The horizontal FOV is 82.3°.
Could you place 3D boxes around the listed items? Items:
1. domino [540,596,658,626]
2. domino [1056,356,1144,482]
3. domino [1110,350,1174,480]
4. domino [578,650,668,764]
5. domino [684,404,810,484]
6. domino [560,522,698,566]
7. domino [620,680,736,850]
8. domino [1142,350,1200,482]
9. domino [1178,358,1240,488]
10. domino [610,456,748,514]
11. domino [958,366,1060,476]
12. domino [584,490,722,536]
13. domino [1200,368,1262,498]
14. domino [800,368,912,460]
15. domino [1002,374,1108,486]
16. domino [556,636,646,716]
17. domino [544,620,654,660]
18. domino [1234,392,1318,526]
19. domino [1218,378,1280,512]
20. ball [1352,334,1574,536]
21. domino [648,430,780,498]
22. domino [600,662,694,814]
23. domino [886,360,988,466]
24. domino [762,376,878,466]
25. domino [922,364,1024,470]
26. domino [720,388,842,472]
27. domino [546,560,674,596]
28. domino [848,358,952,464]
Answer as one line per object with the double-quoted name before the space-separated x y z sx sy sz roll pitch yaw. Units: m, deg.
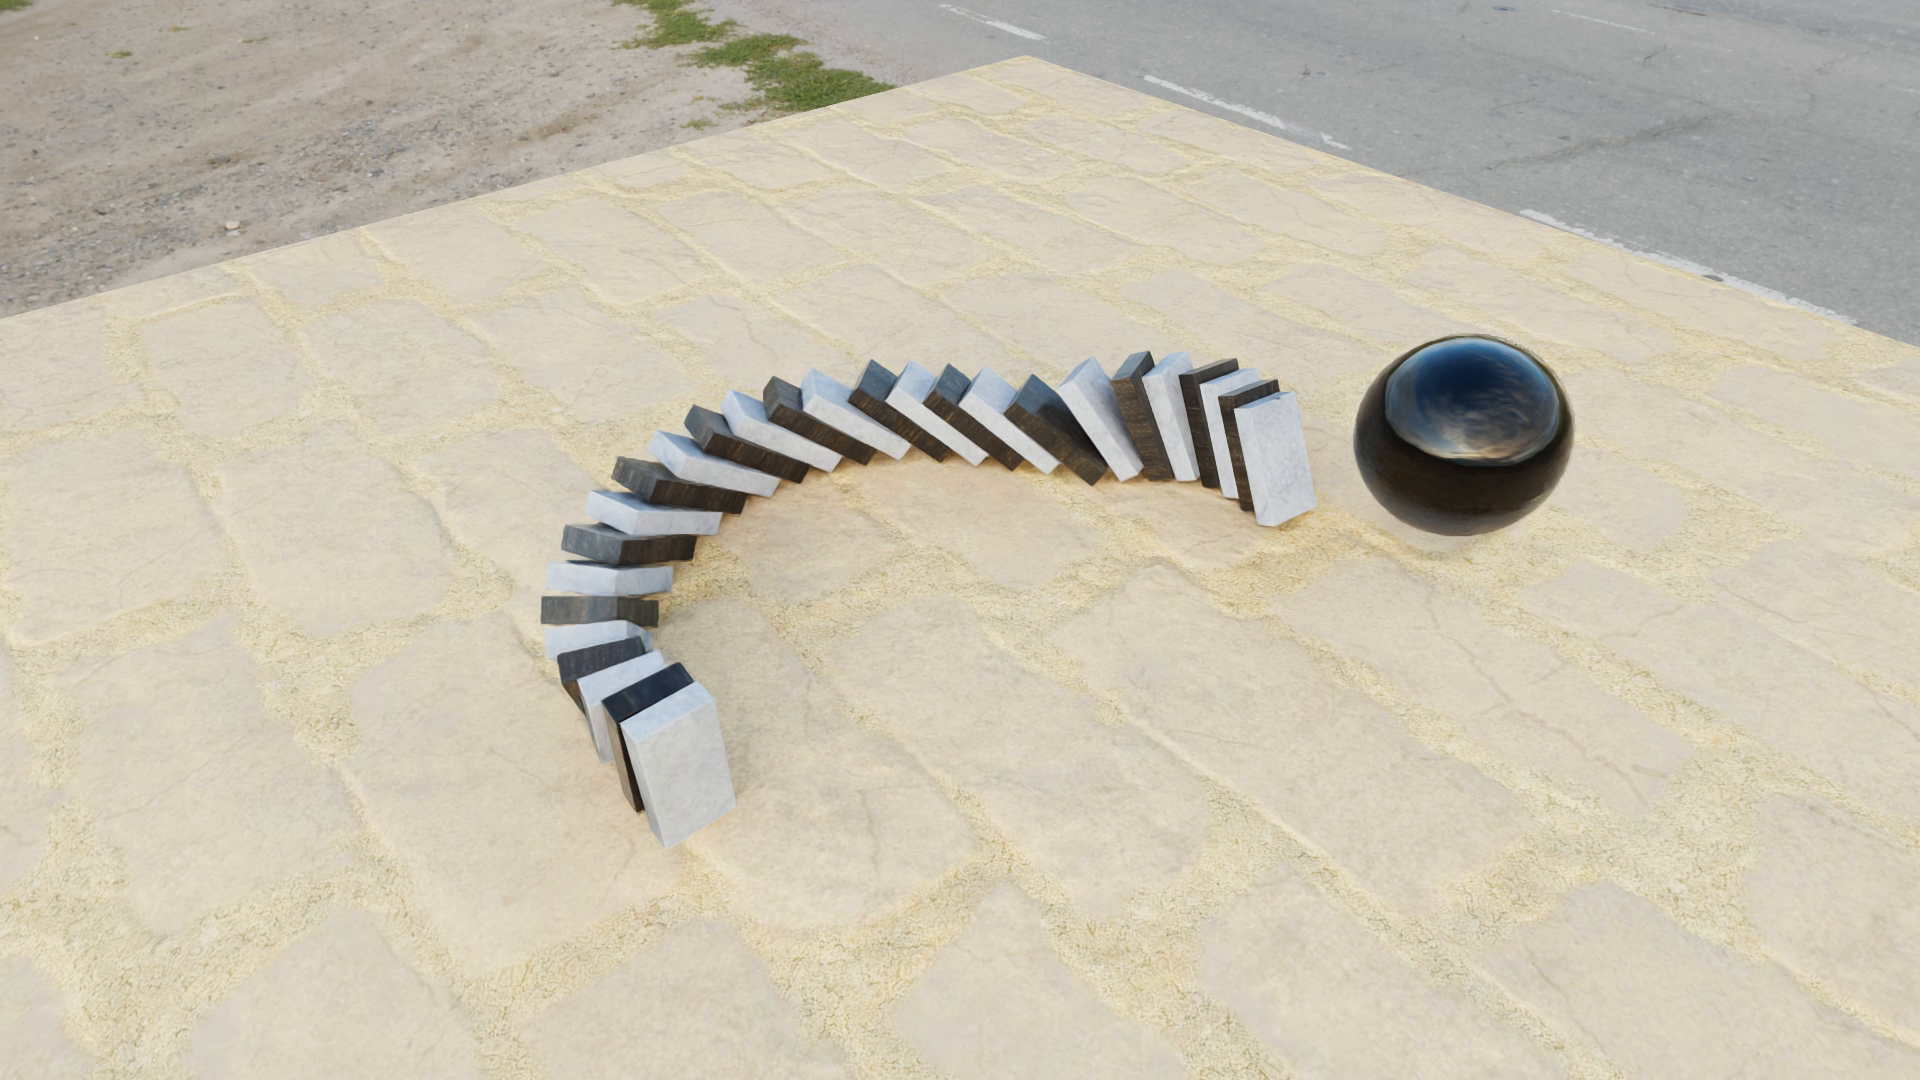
"domino" -0.126 0.025 0.387 0.025 0.009 0.050 0 -5 0
"domino" 0.064 -0.053 0.480 0.009 0.050 0.025 -26 17 42
"domino" 0.082 -0.054 0.478 0.010 0.050 0.025 -7 30 36
"domino" -0.104 0.053 0.346 0.025 0.050 0.009 -20 66 -23
"domino" -0.091 -0.041 0.471 0.050 0.009 0.025 18 21 -44
"domino" -0.126 0.001 0.421 0.025 0.010 0.050 14 7 17
"domino" -0.083 0.068 0.329 0.025 0.050 0.010 -29 47 -31
"domino" 0.097 -0.054 0.478 0.009 0.050 0.025 -2 29 44
"domino" 0.112 -0.051 0.475 0.025 0.050 0.010 -22 15 -24
"domino" -0.113 -0.022 0.448 0.025 0.009 0.050 27 10 31
"domino" 0.025 -0.053 0.486 0.050 0.009 0.025 37 38 -10
"domino" -0.120 -0.011 0.435 0.025 0.009 0.050 21 9 23
"domino" 0.120 -0.046 0.468 0.025 0.050 0.009 -22 15 -24
"domino" -0.046 -0.056 0.489 0.050 0.009 0.025 26 27 -27
"domino" 0.045 -0.048 0.482 0.050 0.009 0.025 38 43 -7
"domino" -0.114 0.045 0.358 0.025 0.050 0.009 -12 72 -14
"domino" -0.121 0.036 0.373 0.025 0.050 0.009 -6 81 -7
"domino" 0.131 -0.034 0.454 0.025 0.050 0.010 -22 15 -24
"domino" 0.126 -0.040 0.461 0.025 0.050 0.010 -22 15 -24
"ball" 0.199 -0.041 0.438 0.080 0.080 0.080 0 39 0
"domino" -0.102 -0.032 0.460 0.025 0.010 0.050 37 15 36
"domino" -0.093 0.061 0.336 0.025 0.050 0.009 -27 55 -29
"domino" -0.007 -0.057 0.492 0.050 0.010 0.025 35 39 -12
"domino" -0.062 -0.052 0.485 0.050 0.010 0.025 24 26 -31
"domino" 0.009 -0.055 0.489 0.050 0.010 0.025 36 38 -11
"domino" -0.078 -0.047 0.478 0.050 0.009 0.025 21 22 -37
"domino" -0.127 0.014 0.404 0.025 0.010 0.050 6 1 8
"domino" -0.024 -0.058 0.493 0.050 0.009 0.025 32 38 -14
